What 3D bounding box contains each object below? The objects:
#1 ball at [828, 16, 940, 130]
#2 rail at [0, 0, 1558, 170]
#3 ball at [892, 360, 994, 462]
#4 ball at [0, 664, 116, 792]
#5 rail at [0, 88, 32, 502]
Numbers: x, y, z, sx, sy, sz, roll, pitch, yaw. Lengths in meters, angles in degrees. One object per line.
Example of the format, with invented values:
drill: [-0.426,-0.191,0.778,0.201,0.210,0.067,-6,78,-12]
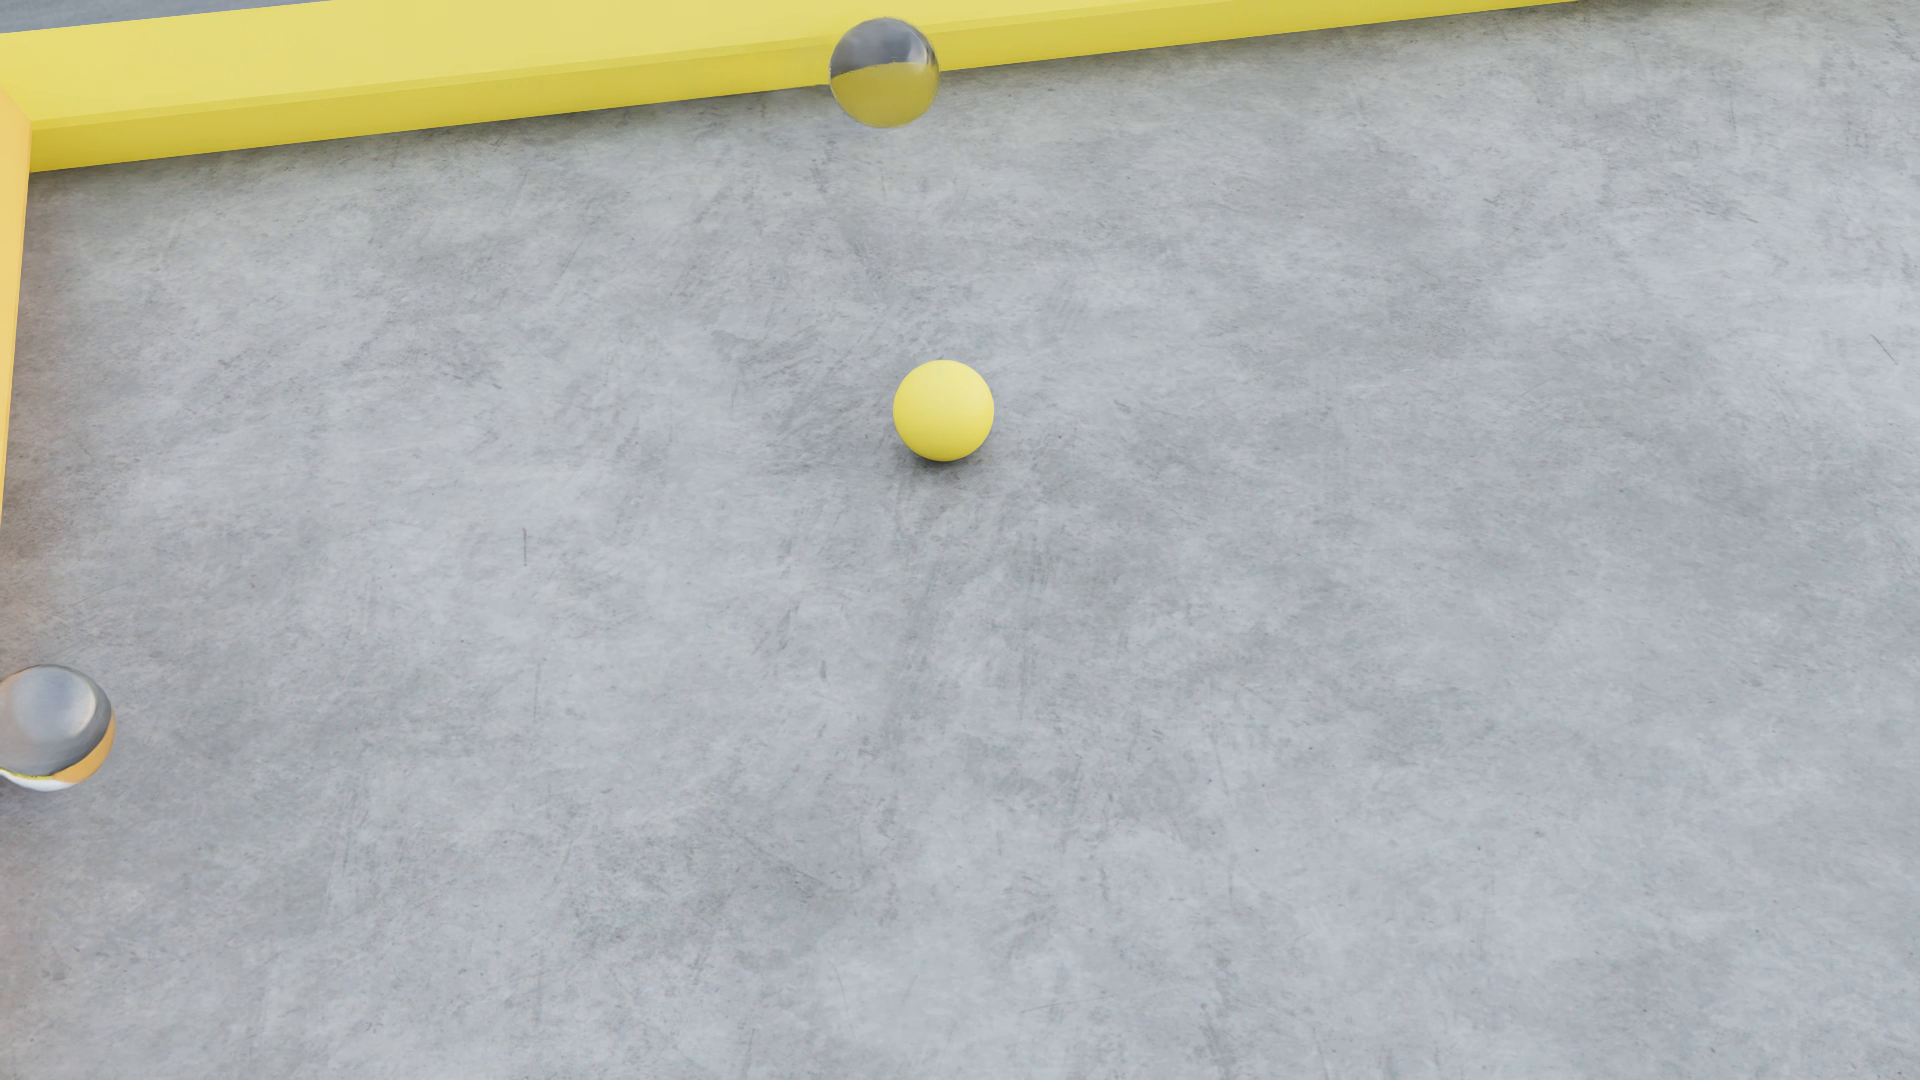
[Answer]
ball: [-0.064,-0.394,2.168,0.093,0.093,0.093,0,35,0]
rail: [0.431,-0.521,2.320,2.529,0.121,0.045,-9,36,-12]
ball: [-0.011,-0.089,1.760,0.070,0.070,0.070,0,35,0]
ball: [-0.526,0.108,1.480,0.074,0.074,0.074,0,35,0]
rail: [-0.589,0.067,1.495,0.045,0.121,1.501,-9,36,-12]
